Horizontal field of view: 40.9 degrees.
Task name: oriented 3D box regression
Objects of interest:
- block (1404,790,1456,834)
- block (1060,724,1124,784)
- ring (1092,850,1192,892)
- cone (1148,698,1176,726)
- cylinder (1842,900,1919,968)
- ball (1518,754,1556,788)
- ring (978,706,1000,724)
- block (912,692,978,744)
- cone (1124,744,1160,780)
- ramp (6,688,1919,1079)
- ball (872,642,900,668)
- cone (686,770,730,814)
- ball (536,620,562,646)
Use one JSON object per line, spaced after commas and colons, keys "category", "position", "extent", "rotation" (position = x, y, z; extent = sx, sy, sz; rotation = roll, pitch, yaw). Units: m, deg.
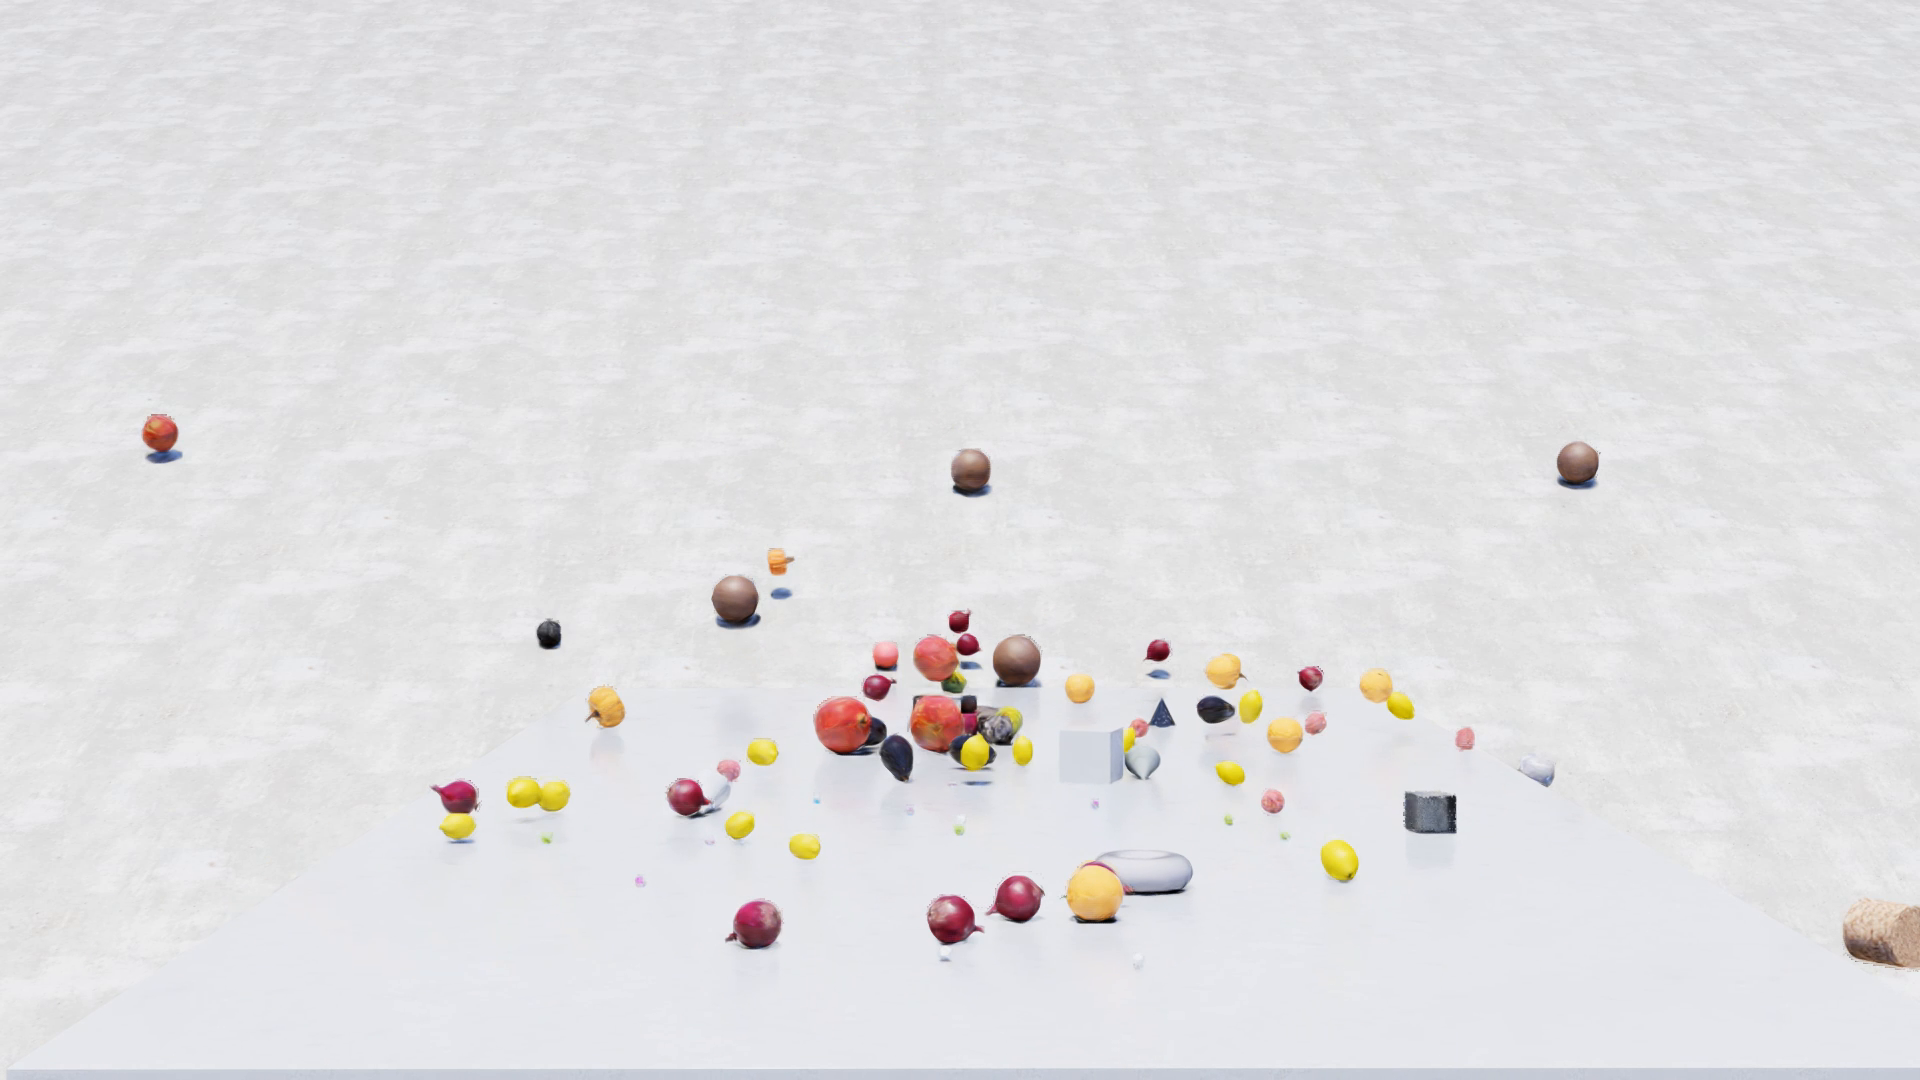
{"category": "block", "position": [0.751, 0.434, 4.109], "extent": [0.060, 0.060, 0.060], "rotation": [-1, 2, -17]}
{"category": "block", "position": [0.243, 0.394, 4.740], "extent": [0.095, 0.095, 0.095], "rotation": [1, 2, 19]}
{"category": "ring", "position": [0.254, 0.461, 3.584], "extent": [0.141, 0.047, 0.141], "rotation": [0, 1, 0]}
{"category": "cone", "position": [0.445, 0.377, 5.672], "extent": [0.062, 0.062, 0.062], "rotation": [0, 2, 0]}
{"category": "cylinder", "position": [1.218, 0.516, 3.377], "extent": [0.082, 0.082, 0.082], "rotation": [-12, 3, -26]}
{"category": "ball", "position": [1.266, 0.508, 5.652], "extent": [0.081, 0.081, 0.081], "rotation": [0, 24, 0]}
{"category": "ring", "position": [0.035, 0.389, 5.654], "extent": [0.121, 0.040, 0.121], "rotation": [-1, 3, 0]}
{"category": "block", "position": [-0.031, 0.371, 5.382], "extent": [0.095, 0.095, 0.095], "rotation": [-2, 3, -43]}
{"category": "cone", "position": [0.338, 0.426, 4.761], "extent": [0.067, 0.067, 0.067], "rotation": [1, 30, 1]}
{"category": "ramp", "position": [0.055, 0.499, 4.546], "extent": [2.000, 0.100, 4.000], "rotation": [0, 2, 0]}
{"category": "ball", "position": [-0.197, 0.304, 6.846], "extent": [0.070, 0.070, 0.070], "rotation": [0, 24, 0]}
{"category": "cone", "position": [-0.429, 0.440, 4.324], "extent": [0.078, 0.078, 0.078], "rotation": [1, 29, 3]}
{"category": "ball", "position": [-1.112, 0.251, 6.969], "extent": [0.068, 0.068, 0.068], "rotation": [0, 24, 0]}
